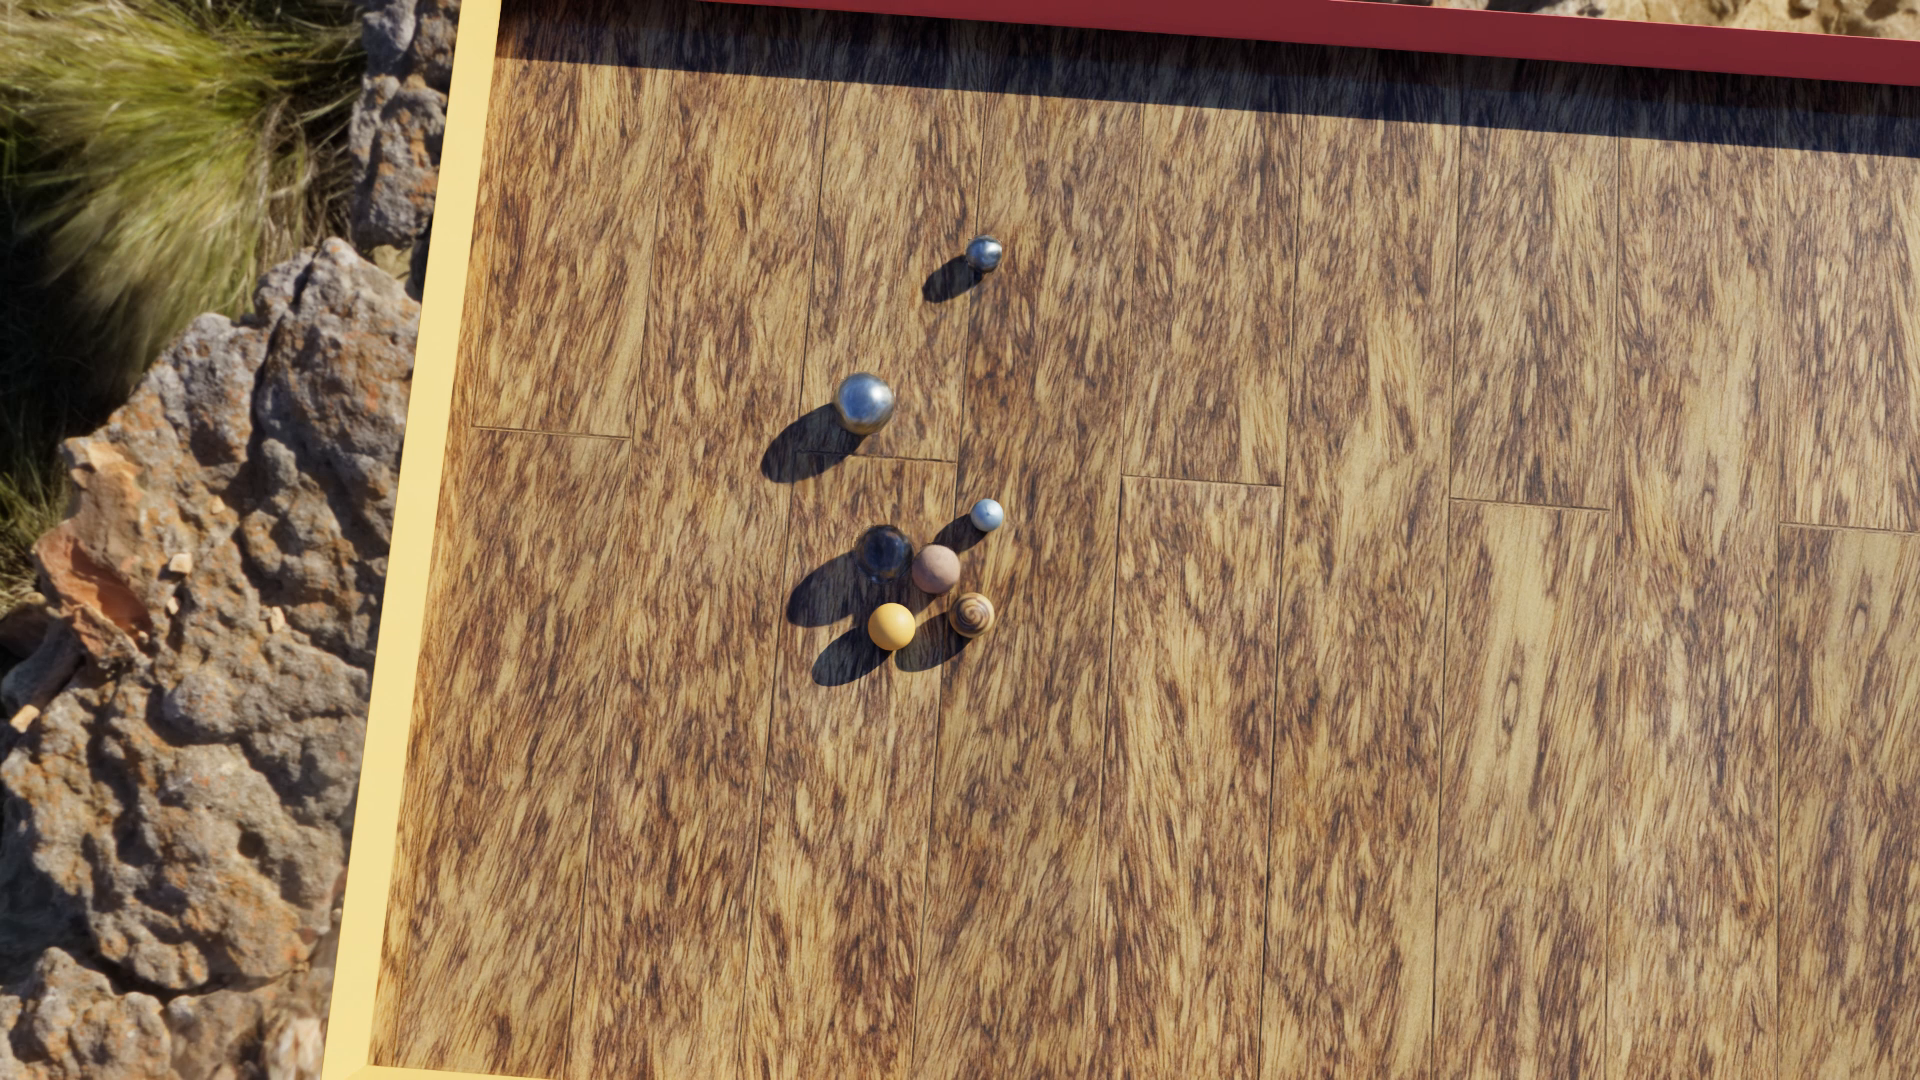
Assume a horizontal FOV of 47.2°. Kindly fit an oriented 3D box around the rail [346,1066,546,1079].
[{"bbox_3d":[0.762,0.886,3.092,3.315,0.122,0.045,4,78,1],"label":"rail"}]

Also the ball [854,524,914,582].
[{"bbox_3d":[-0.113,0.020,3.289,0.088,0.088,0.088,0,78,0],"label":"ball"}]

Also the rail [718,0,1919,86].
[{"bbox_3d":[0.890,-0.774,3.435,3.315,0.122,0.045,4,78,1],"label":"rail"}]

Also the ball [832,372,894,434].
[{"bbox_3d":[-0.146,-0.206,3.333,0.094,0.094,0.094,0,78,0],"label":"ball"}]

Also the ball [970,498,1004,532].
[{"bbox_3d":[0.041,-0.037,3.320,0.050,0.050,0.050,0,78,0],"label":"ball"}]

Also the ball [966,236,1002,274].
[{"bbox_3d":[0.037,-0.442,3.400,0.057,0.057,0.057,0,78,0],"label":"ball"}]

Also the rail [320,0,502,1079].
[{"bbox_3d":[-0.803,-0.064,3.288,0.045,0.122,1.747,4,78,1],"label":"rail"}]

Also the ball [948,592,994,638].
[{"bbox_3d":[0.017,0.112,3.280,0.068,0.068,0.068,0,78,0],"label":"ball"}]

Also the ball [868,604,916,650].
[{"bbox_3d":[-0.102,0.129,3.275,0.071,0.071,0.071,0,78,0],"label":"ball"}]

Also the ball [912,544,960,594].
[{"bbox_3d":[-0.036,0.044,3.291,0.074,0.074,0.074,0,78,0],"label":"ball"}]
